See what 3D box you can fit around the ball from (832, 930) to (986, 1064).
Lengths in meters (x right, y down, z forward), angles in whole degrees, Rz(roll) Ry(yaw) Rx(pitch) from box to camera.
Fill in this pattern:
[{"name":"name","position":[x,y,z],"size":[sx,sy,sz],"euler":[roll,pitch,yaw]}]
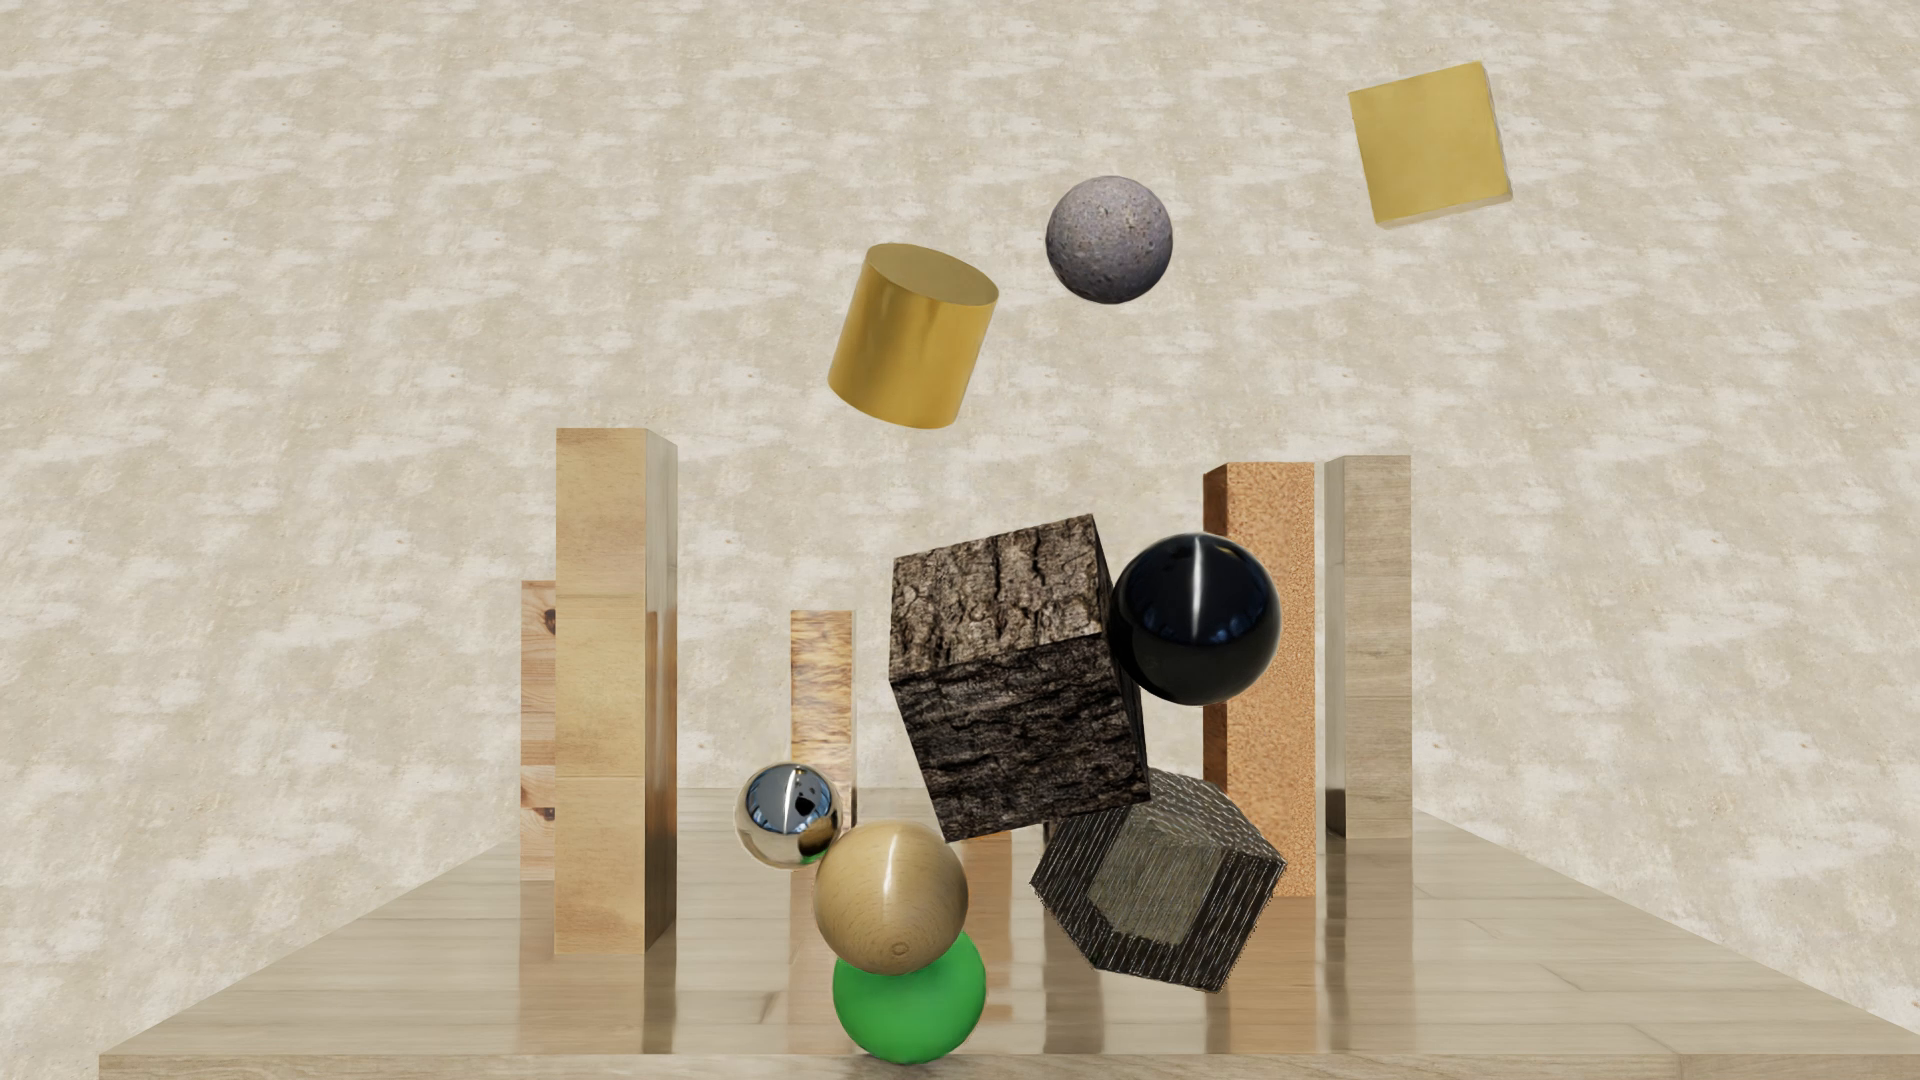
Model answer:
[{"name":"ball","position":[-0.054,0.475,2.761],"size":[0.164,0.164,0.164],"euler":[0,34,0]}]

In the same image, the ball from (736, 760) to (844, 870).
[{"name":"ball","position":[-0.176,0.283,2.675],"size":[0.111,0.111,0.111],"euler":[0,34,0]}]

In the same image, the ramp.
[{"name":"ramp","position":[0.075,0.650,4.785],"size":[2.000,0.100,4.000],"euler":[0,-1,0]}]

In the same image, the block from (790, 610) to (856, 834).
[{"name":"block","position":[-0.290,0.384,5.559],"size":[0.128,0.468,0.267],"euler":[0,-1,0]}]

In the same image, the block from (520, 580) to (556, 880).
[{"name":"block","position":[-0.694,0.337,4.728],"size":[0.147,0.523,0.378],"euler":[0,-1,0]}]

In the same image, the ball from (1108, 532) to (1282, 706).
[{"name":"ball","position":[0.206,0.069,2.272],"size":[0.152,0.152,0.152],"euler":[0,34,0]}]

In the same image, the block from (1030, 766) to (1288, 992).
[{"name":"block","position":[0.214,0.362,2.822],"size":[0.168,0.168,0.168],"euler":[16,18,-30]}]

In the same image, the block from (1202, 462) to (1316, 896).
[{"name":"block","position":[0.514,0.235,4.501],"size":[0.145,0.716,0.428],"euler":[0,-1,0]}]

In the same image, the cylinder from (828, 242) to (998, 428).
[{"name":"cylinder","position":[-0.054,-0.231,2.929],"size":[0.155,0.155,0.155],"euler":[16,25,-8]}]

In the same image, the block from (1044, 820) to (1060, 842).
[{"name":"block","position":[0.233,0.364,5.411],"size":[0.107,0.502,0.322],"euler":[0,-1,0]}]

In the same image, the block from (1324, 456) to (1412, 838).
[{"name":"block","position":[0.861,0.223,5.492],"size":[0.137,0.788,0.299],"euler":[0,-1,0]}]

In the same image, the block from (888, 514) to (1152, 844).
[{"name":"block","position":[0.055,0.125,2.366],"size":[0.190,0.190,0.190],"euler":[-13,32,8]}]

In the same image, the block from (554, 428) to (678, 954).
[{"name":"block","position":[-0.498,0.213,3.798],"size":[0.124,0.727,0.410],"euler":[0,-1,0]}]

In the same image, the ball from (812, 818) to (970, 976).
[{"name":"ball","position":[-0.070,0.359,2.615],"size":[0.158,0.158,0.158],"euler":[0,34,0]}]

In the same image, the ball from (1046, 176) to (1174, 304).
[{"name":"ball","position":[0.131,-0.264,2.279],"size":[0.112,0.112,0.112],"euler":[0,34,0]}]

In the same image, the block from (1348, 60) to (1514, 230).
[{"name":"block","position":[0.460,-0.382,2.526],"size":[0.128,0.128,0.128],"euler":[-12,1,15]}]
